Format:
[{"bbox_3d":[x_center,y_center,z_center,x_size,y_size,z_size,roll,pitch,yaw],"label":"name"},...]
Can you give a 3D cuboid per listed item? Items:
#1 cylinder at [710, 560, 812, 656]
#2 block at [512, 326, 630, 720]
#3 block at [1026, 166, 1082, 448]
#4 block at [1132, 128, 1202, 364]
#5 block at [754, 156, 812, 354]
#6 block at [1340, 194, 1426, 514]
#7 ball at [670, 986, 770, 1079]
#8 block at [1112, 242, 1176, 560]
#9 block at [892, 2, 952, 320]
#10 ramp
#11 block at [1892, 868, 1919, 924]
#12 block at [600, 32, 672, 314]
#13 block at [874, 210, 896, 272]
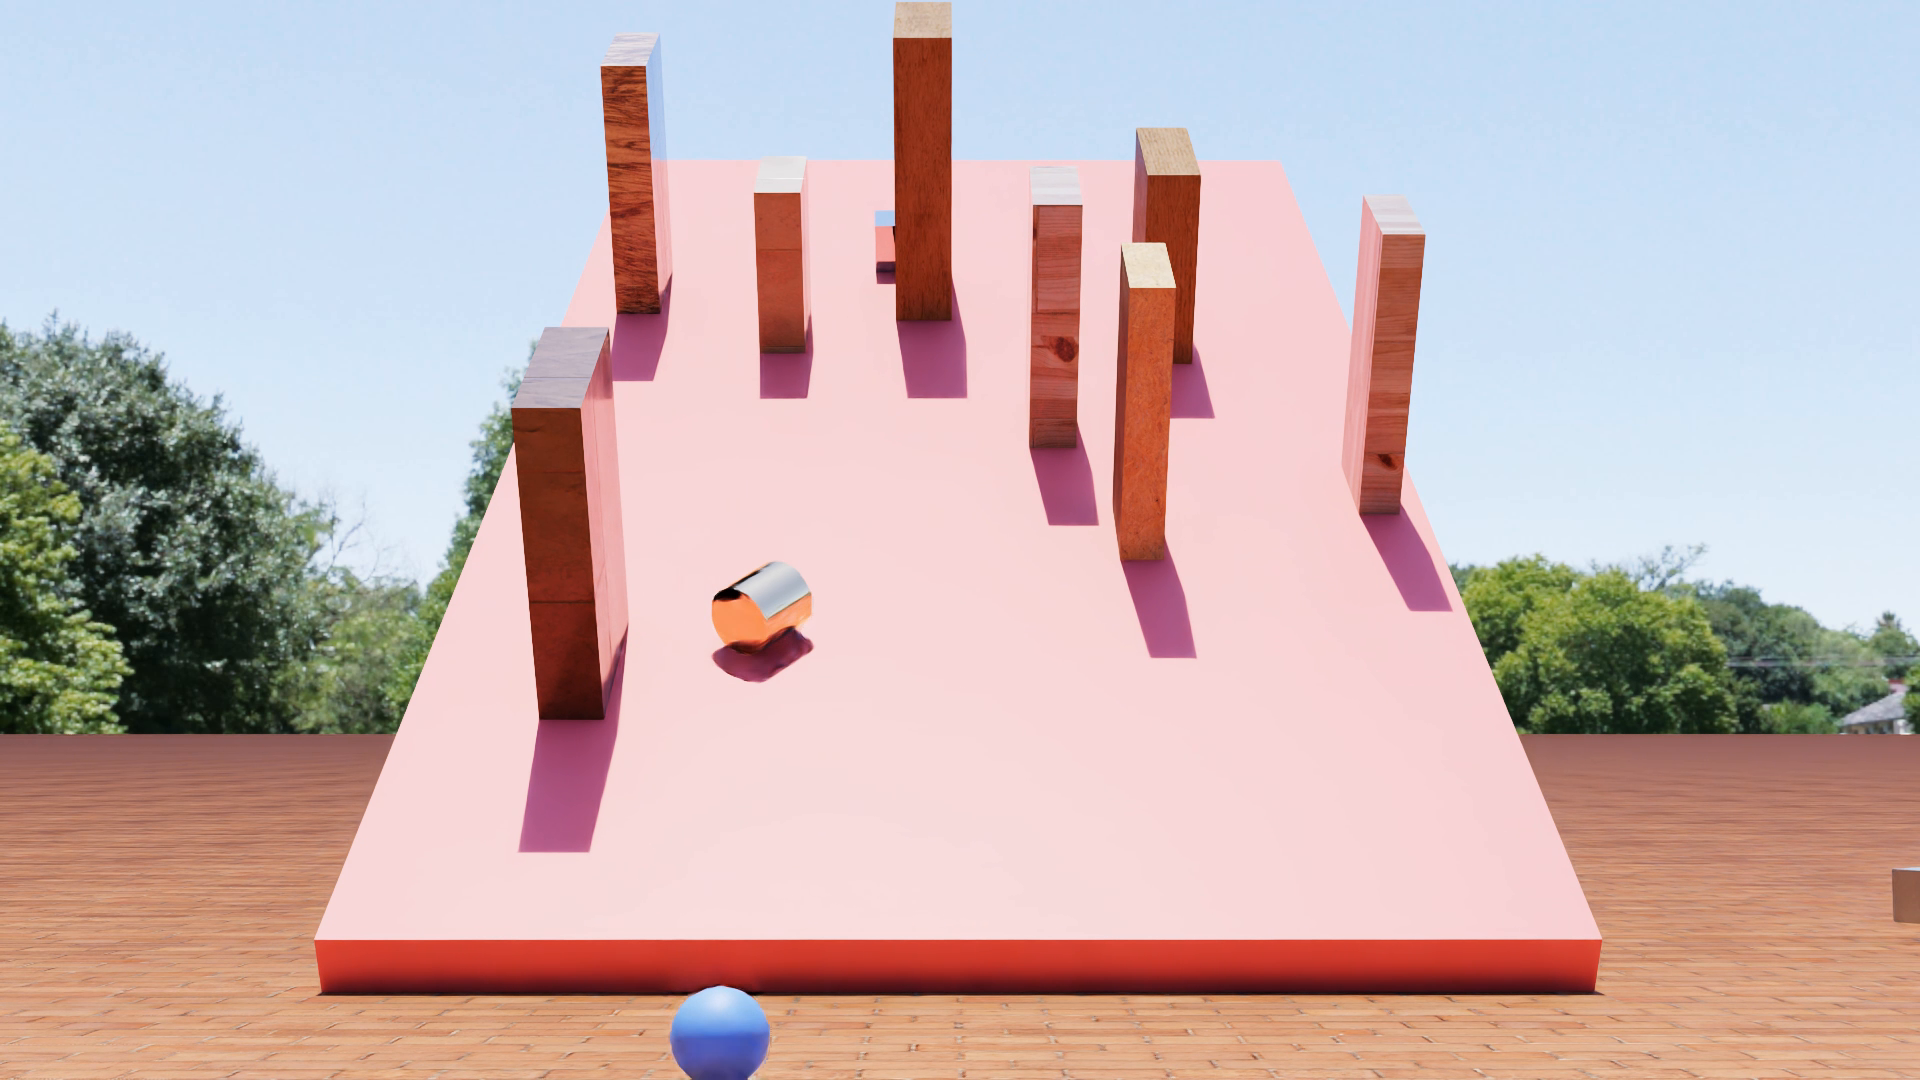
[{"bbox_3d":[-0.377,0.129,4.498,0.138,0.138,0.138,-4,19,39],"label":"cylinder"},{"bbox_3d":[-0.700,-0.033,4.291,0.117,0.611,0.374,0,27,0],"label":"block"},{"bbox_3d":[0.209,-0.524,5.324,0.107,0.573,0.270,0,27,0],"label":"block"},{"bbox_3d":[0.504,-0.731,5.844,0.126,0.480,0.386,0,27,0],"label":"block"},{"bbox_3d":[-0.439,-0.711,5.873,0.113,0.413,0.290,0,27,0],"label":"block"},{"bbox_3d":[0.891,-0.390,5.000,0.087,0.626,0.253,0,27,0],"label":"block"},{"bbox_3d":[-0.277,0.574,2.733,0.115,0.115,0.115,0,-5,0],"label":"ball"},{"bbox_3d":[0.372,-0.282,4.819,0.089,0.590,0.260,0,27,0],"label":"block"},{"bbox_3d":[-0.093,-0.967,6.033,0.142,0.730,0.357,0,27,0],"label":"block"},{"bbox_3d":[-0.010,-0.228,5.482,2.000,0.100,4.000,0,27,0],"label":"ramp"},{"bbox_3d":[2.071,0.758,5.035,0.112,0.112,0.112,3,-6,-35],"label":"block"},{"bbox_3d":[-0.826,-0.942,6.073,0.111,0.647,0.320,0,27,0],"label":"block"},{"bbox_3d":[-0.164,-0.807,6.384,0.130,0.130,0.130,-1,26,-2],"label":"block"}]
